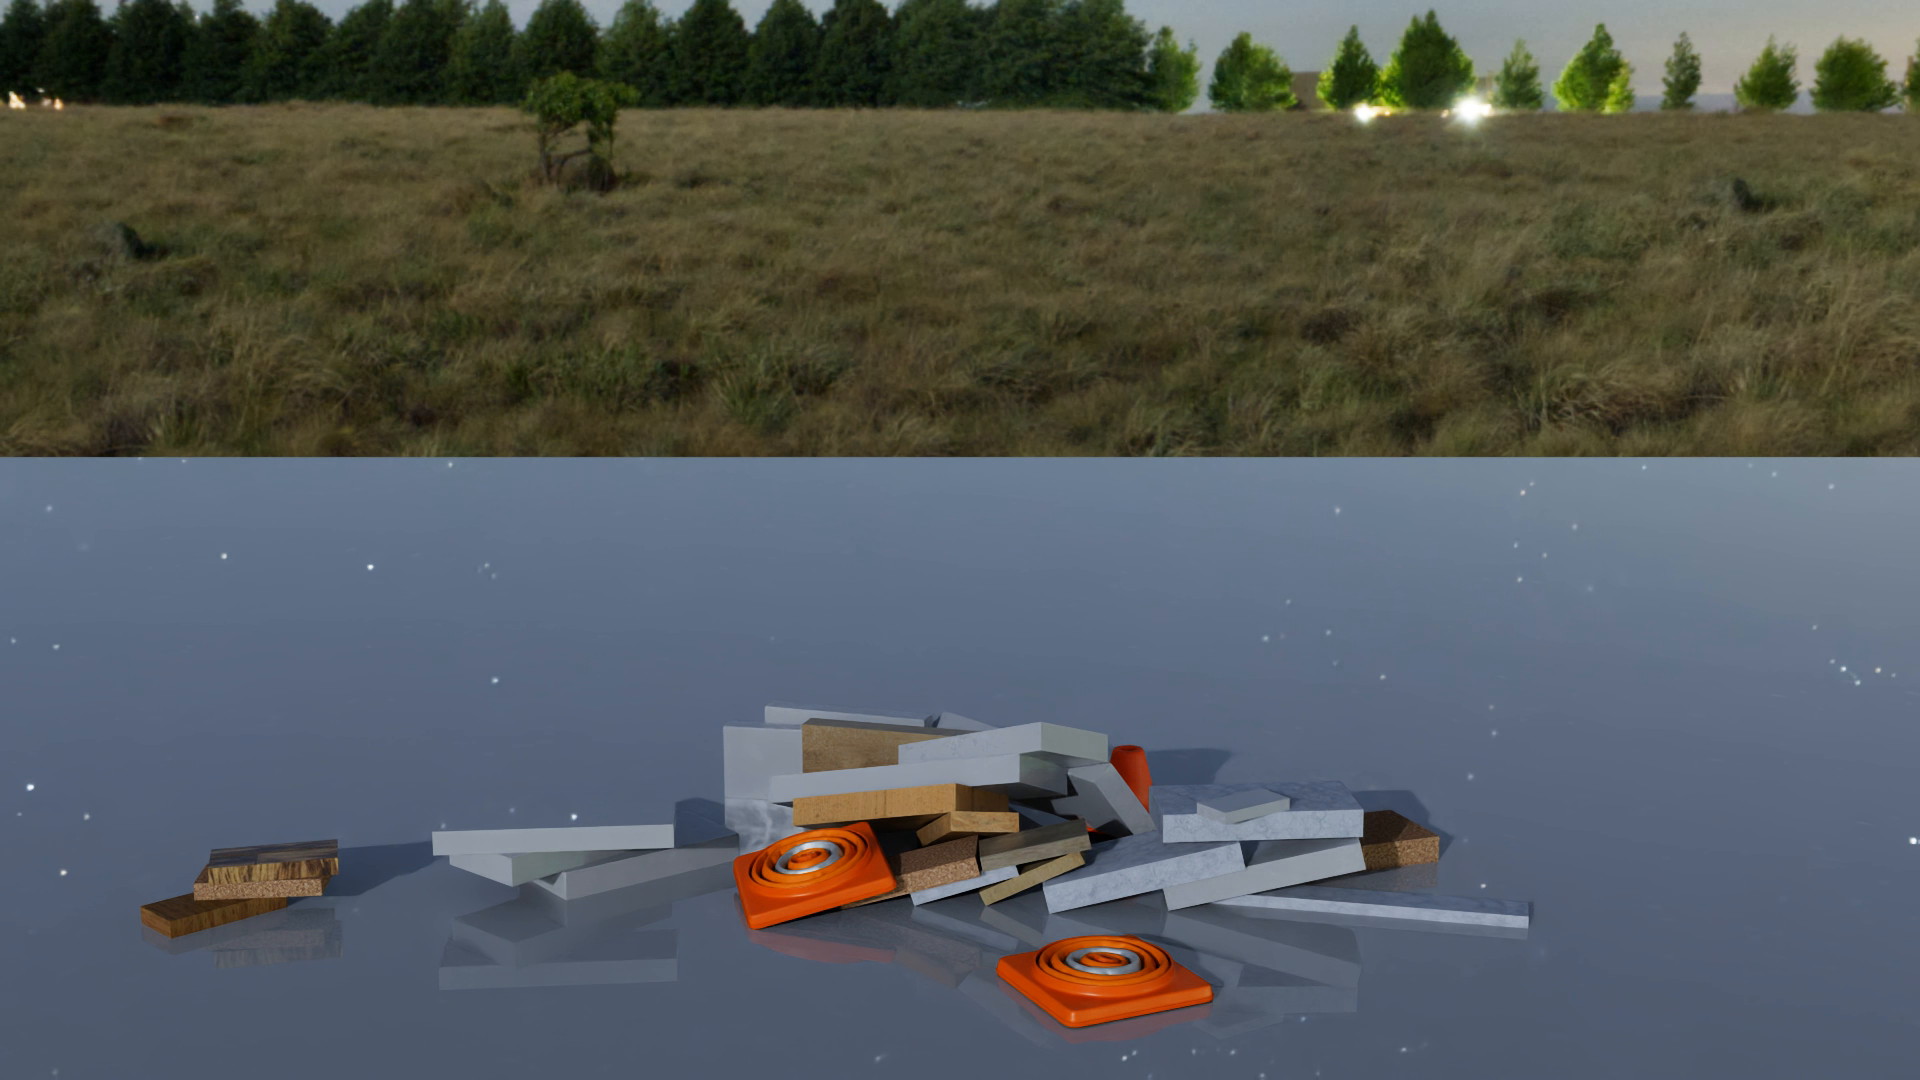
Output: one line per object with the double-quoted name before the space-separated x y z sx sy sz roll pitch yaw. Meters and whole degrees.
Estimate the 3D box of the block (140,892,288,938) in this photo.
"block" -1.209 0.595 3.567 0.100 0.028 0.201 10 14 43

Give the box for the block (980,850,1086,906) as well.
"block" 0.121 0.544 3.638 0.180 0.026 0.090 -25 8 9

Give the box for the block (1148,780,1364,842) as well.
"block" 0.485 0.447 3.627 0.326 0.046 0.163 -1 10 -3

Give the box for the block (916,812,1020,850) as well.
"block" 0.011 0.500 3.765 0.117 0.033 0.235 3 -16 -15

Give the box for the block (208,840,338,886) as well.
"block" -1.126 0.529 3.611 0.201 0.028 0.100 -3 11 -15

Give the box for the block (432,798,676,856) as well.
"block" -0.669 0.476 3.651 0.388 0.040 0.141 -1 11 -6

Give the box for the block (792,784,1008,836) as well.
"block" -0.104 0.470 3.817 0.338 0.048 0.169 -9 -18 32

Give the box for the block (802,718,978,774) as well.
"block" -0.123 0.430 4.068 0.339 0.170 0.048 3 11 16

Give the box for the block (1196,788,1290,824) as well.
"block" 0.457 0.429 3.545 0.137 0.019 0.068 -8 12 -33

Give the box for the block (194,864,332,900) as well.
"block" -1.143 0.557 3.611 0.201 0.028 0.100 -1 11 -6

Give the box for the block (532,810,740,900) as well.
"block" -0.570 0.542 3.799 0.338 0.048 0.169 -8 13 -37

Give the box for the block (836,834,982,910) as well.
"block" -0.082 0.548 3.636 0.235 0.033 0.117 -14 9 6

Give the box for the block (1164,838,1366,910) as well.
"block" 0.498 0.530 3.638 0.326 0.046 0.163 -13 10 7

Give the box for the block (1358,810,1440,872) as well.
"block" 0.653 0.534 3.847 0.325 0.046 0.162 -4 11 -20

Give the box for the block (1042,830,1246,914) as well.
"block" 0.301 0.533 3.635 0.326 0.046 0.163 -14 9 5

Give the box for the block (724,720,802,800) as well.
"block" -0.307 0.424 4.177 0.282 0.141 0.040 2 11 11

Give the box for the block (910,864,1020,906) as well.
"block" 0.009 0.555 3.643 0.180 0.026 0.090 -17 9 6

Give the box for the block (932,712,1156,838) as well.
"block" 0.143 0.429 4.011 0.046 0.162 0.556 -46 26 -19

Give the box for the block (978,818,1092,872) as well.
"block" 0.122 0.500 3.611 0.180 0.026 0.090 -12 10 2

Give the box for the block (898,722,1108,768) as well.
"block" 0.072 0.371 3.815 0.339 0.048 0.170 -14 -20 43

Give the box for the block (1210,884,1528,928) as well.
"block" 0.667 0.593 3.598 0.509 0.019 0.068 2 11 13

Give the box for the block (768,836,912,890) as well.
"block" -0.200 0.553 3.777 0.235 0.033 0.117 -4 11 -20

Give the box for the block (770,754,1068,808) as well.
"block" -0.076 0.430 3.854 0.506 0.048 0.170 -8 -17 29

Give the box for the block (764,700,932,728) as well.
"block" -0.214 0.405 4.220 0.325 0.162 0.046 3 11 18

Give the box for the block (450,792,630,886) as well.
"block" -0.677 0.505 3.735 0.169 0.048 0.338 9 14 40
